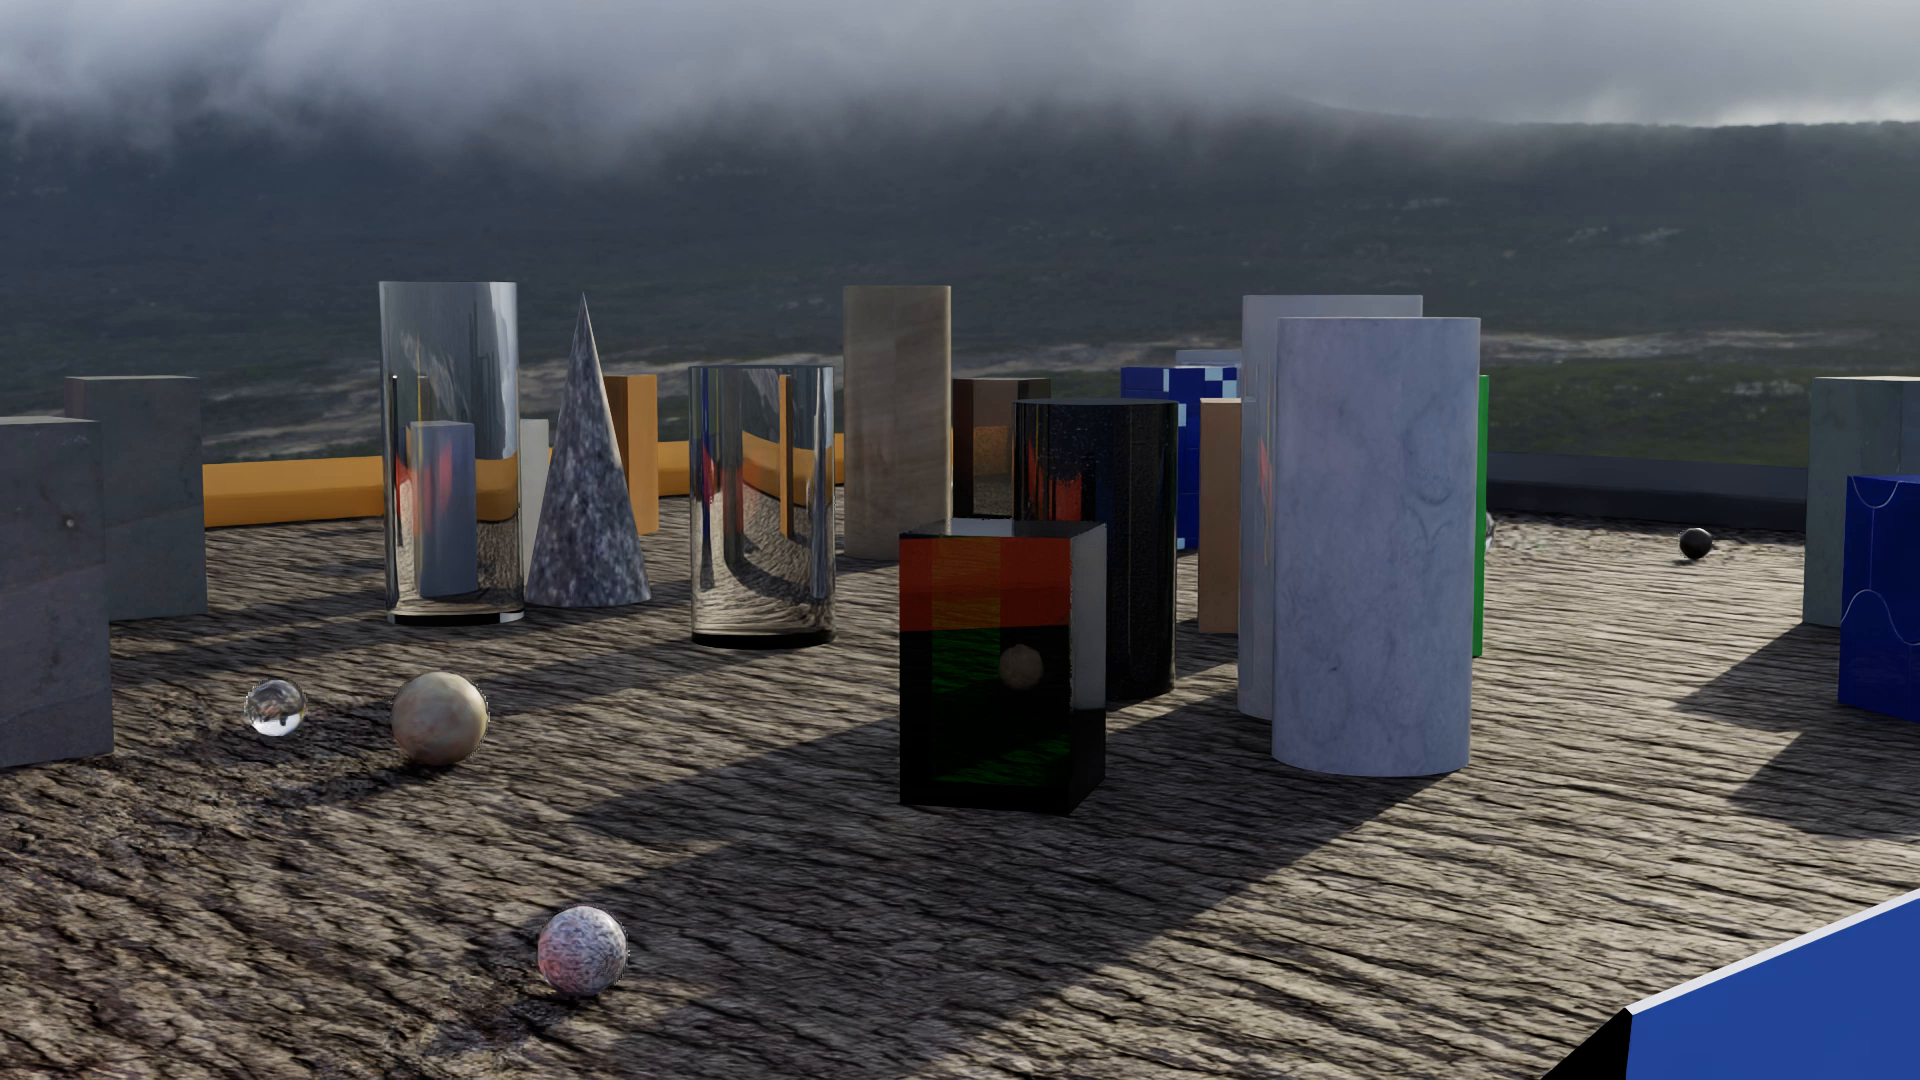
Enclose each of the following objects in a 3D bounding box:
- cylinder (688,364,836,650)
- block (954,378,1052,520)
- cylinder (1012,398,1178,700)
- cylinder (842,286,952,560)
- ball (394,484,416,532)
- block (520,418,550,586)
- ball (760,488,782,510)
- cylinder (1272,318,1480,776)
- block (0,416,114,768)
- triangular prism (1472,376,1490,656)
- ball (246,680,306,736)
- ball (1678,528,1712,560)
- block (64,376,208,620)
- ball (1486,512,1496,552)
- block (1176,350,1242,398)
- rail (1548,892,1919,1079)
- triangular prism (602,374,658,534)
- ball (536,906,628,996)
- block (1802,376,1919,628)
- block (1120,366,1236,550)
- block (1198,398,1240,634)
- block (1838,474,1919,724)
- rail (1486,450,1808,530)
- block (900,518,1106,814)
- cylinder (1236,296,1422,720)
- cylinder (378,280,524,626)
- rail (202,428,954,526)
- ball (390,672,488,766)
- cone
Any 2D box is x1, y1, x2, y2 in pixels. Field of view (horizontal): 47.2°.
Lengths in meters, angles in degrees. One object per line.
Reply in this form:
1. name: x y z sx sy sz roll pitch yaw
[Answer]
1. cylinder: -0.266 -0.049 2.967 0.195 0.368 0.195 0 6 0
2. block: 0.091 -0.200 4.753 0.156 0.297 0.156 3 7 29
3. cylinder: 0.158 0.005 2.595 0.195 0.338 0.195 0 6 0
4. cylinder: -0.114 -0.217 3.997 0.195 0.487 0.195 0 6 0
5. ball: -1.092 -0.065 4.428 0.095 0.095 0.095 0 6 0
6. block: -0.777 -0.062 3.583 0.156 0.265 0.156 2 6 20
7. ball: -0.423 -0.091 4.900 0.050 0.050 0.050 0 6 0
8. cylinder: 0.410 -0.001 2.178 0.195 0.437 0.195 0 6 0
9. block: -0.964 0.048 2.208 0.156 0.334 0.156 -5 8 -42
10. triangular prism: 0.569 -0.034 2.860 0.169 0.361 0.147 -3 7 -25
11. ball: -0.715 0.176 2.300 0.059 0.059 0.059 0 6 0
12. ball: 1.318 0.006 3.939 0.057 0.057 0.057 0 6 0
13. block: -1.214 -0.066 3.239 0.156 0.346 0.156 -4 7 -33
14. ball: 0.914 -0.014 3.949 0.095 0.095 0.095 0 6 0
15. block: 0.529 -0.199 4.414 0.156 0.364 0.156 2 6 22
16. rail: 1.290 0.179 1.942 3.996 0.127 0.045 -5 8 -42
17. triangular prism: -0.664 -0.172 4.396 0.169 0.315 0.147 5 8 42
18. ball: -0.246 0.268 1.431 0.058 0.058 0.058 0 6 0
19. block: 1.312 -0.053 3.097 0.156 0.349 0.156 -3 7 -26
20. block: 0.413 -0.160 4.180 0.156 0.337 0.156 -3 7 -30
21. block: 0.416 -0.037 3.095 0.156 0.318 0.156 1 6 5
22. block: 1.096 0.062 2.439 0.156 0.258 0.156 -2 6 -14
23. rail: 1.451 -0.106 4.663 0.045 0.127 3.852 -5 8 -42
24. block: 0.042 0.111 2.029 0.156 0.246 0.156 2 6 16
25. cylinder: 0.408 -0.039 2.436 0.195 0.460 0.195 0 6 0
26. cylinder: -0.732 -0.129 3.170 0.195 0.484 0.195 0 6 0
27. rail: -1.290 -0.113 4.722 3.996 0.127 0.045 -5 8 -42
28. ball: -0.510 0.175 2.153 0.092 0.092 0.092 0 6 0
29. cone: -0.576 -0.146 3.382 0.195 0.475 0.195 0 6 0
